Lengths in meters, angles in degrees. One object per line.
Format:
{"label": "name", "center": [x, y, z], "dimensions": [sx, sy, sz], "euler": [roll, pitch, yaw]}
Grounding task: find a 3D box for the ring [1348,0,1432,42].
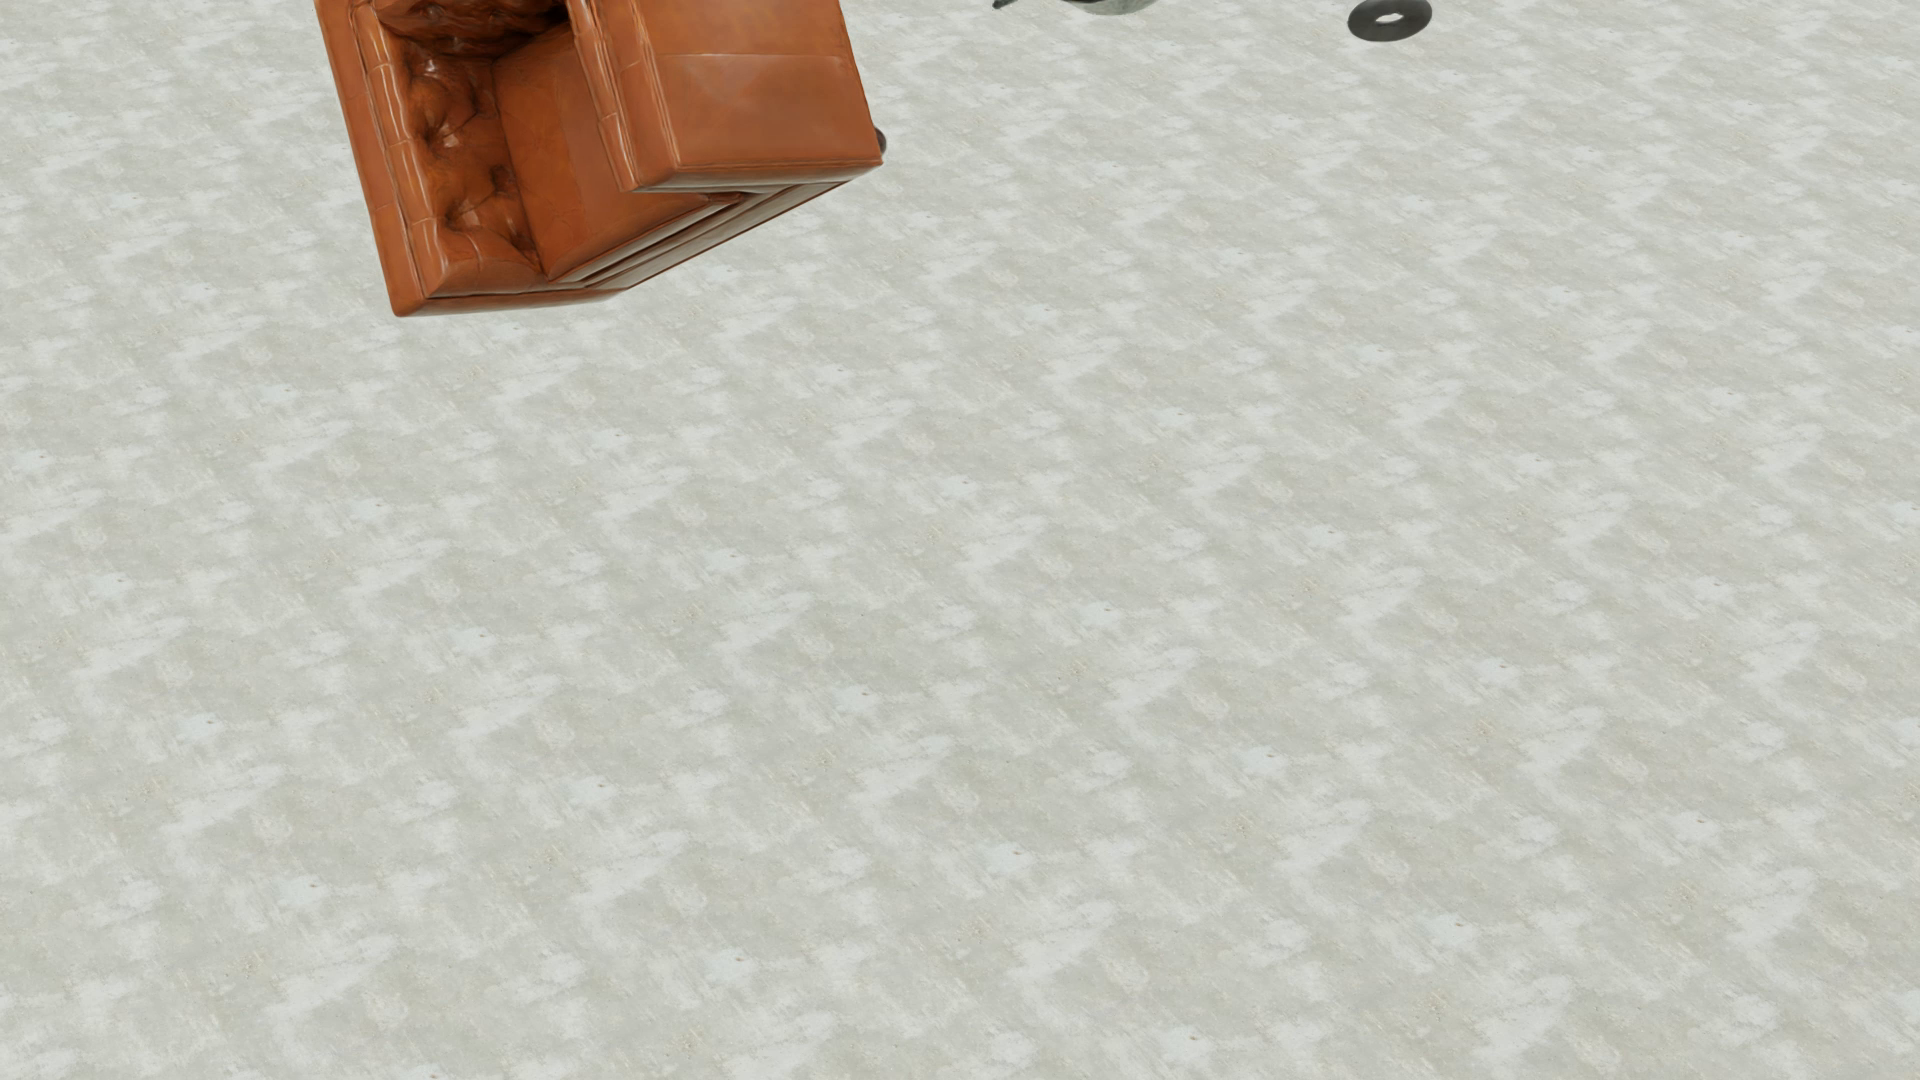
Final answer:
{"label": "ring", "center": [1.488, -1.808, 10.152], "dimensions": [0.295, 0.275, 0.062], "euler": [-10, 68, 18]}
